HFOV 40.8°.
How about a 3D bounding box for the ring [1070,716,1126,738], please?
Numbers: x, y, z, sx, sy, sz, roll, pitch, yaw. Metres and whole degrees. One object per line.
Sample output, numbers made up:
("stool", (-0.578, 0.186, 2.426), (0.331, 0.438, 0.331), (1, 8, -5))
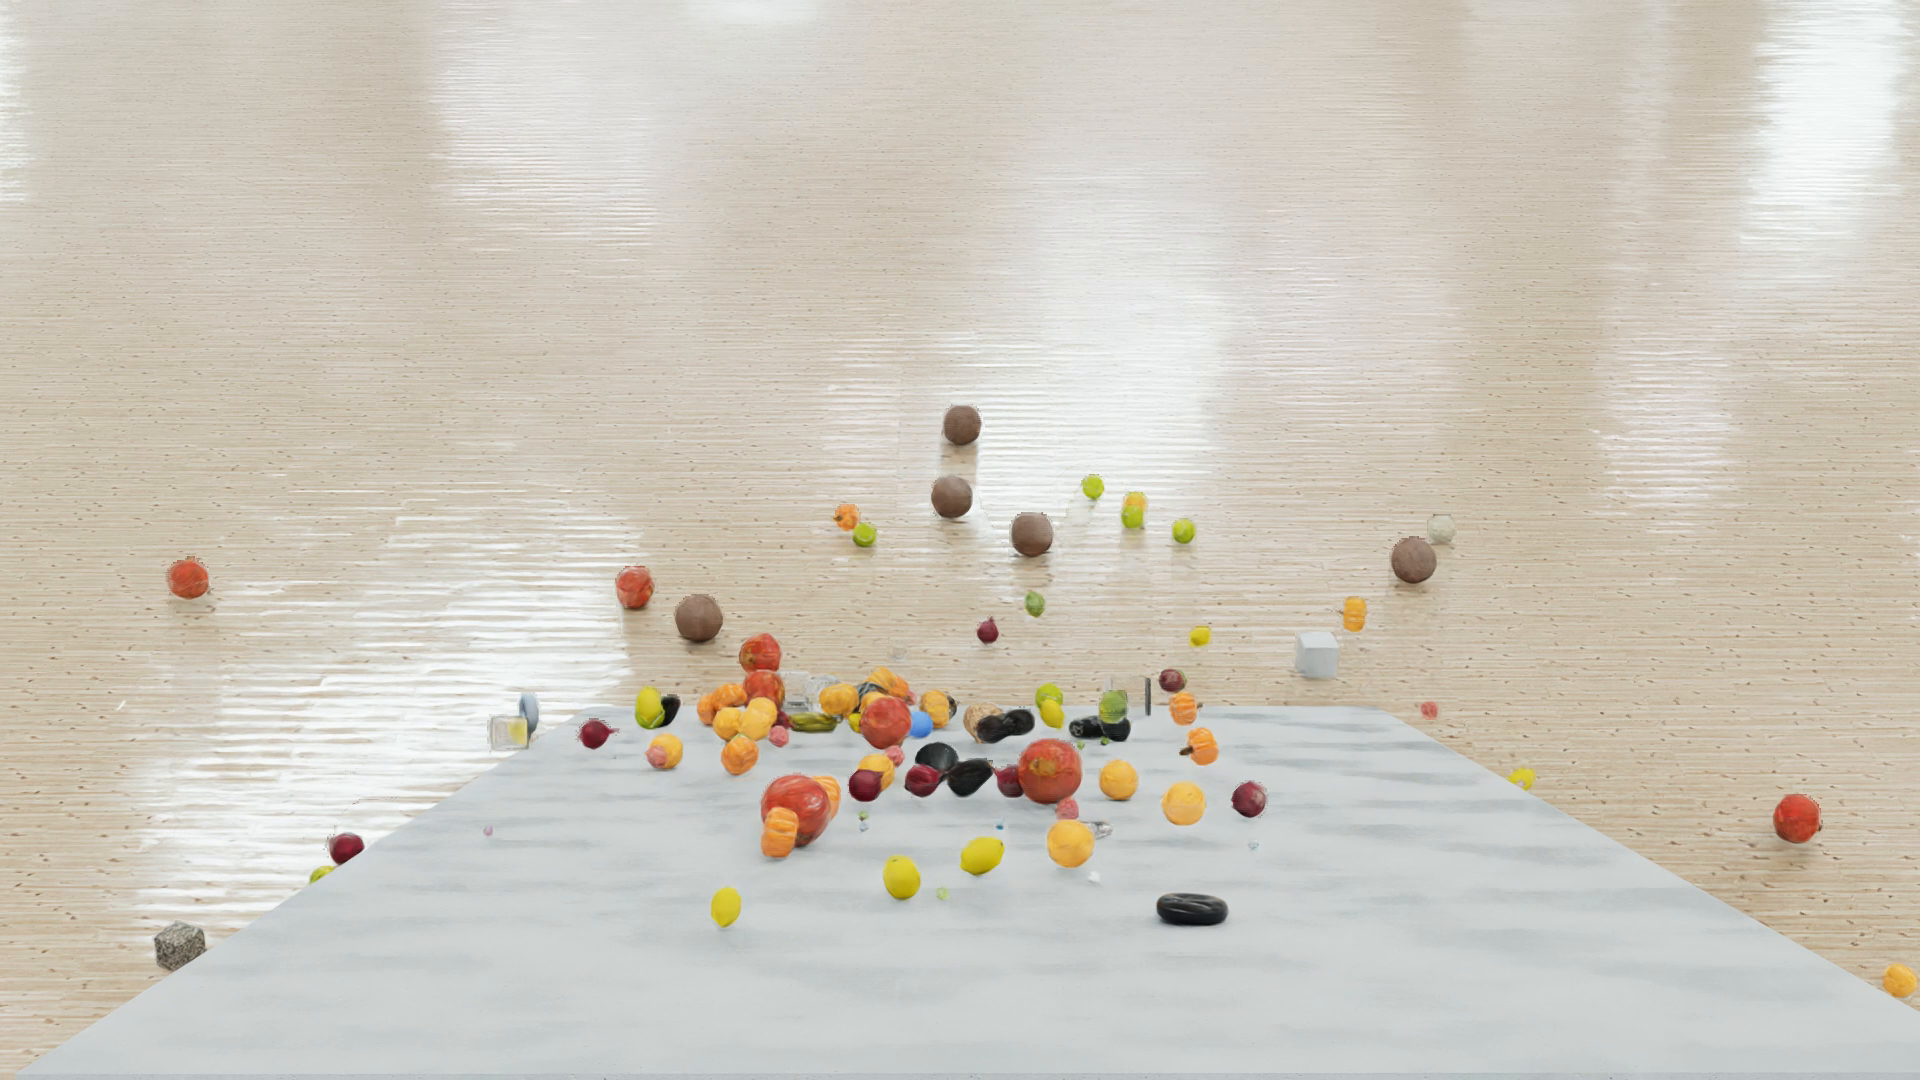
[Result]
("ring", (0.310, 0.421, 5.807), (0.131, 0.044, 0.131), (-1, 0, 0))

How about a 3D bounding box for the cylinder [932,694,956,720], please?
("cylinder", (-0.037, 0.403, 6.217), (0.057, 0.057, 0.057), (-1, 2, -2))

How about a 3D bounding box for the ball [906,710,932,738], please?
("ball", (-0.091, 0.413, 5.772), (0.062, 0.062, 0.062), (0, 26, 0))

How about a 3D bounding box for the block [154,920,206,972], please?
("block", (-1.720, 0.899, 5.691), (0.075, 0.075, 0.075), (12, 28, 24))

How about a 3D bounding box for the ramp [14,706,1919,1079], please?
("ramp", (0.058, 0.526, 4.564), (2.000, 0.100, 4.000), (0, 2, 0))

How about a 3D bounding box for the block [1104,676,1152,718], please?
("block", (0.411, 0.382, 6.308), (0.095, 0.095, 0.095), (0, 2, -11))

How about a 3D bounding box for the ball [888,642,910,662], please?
("ball", (-0.165, 0.303, 6.959), (0.056, 0.056, 0.056), (0, 26, 0))

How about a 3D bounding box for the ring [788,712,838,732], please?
("ring", (-0.340, 0.420, 5.946), (0.117, 0.039, 0.117), (1, 1, 0))

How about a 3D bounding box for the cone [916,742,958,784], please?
("cone", (-0.043, 0.447, 4.951), (0.085, 0.085, 0.085), (-1, 28, -2))

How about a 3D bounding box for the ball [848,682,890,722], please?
("ball", (-0.217, 0.386, 6.150), (0.096, 0.096, 0.096), (0, 26, 0))

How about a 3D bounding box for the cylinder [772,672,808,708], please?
("cylinder", (-0.427, 0.377, 6.488), (0.093, 0.093, 0.093), (0, 26, -3))

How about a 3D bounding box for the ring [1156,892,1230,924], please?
("ring", (0.309, 0.490, 3.429), (0.098, 0.033, 0.098), (4, 0, 0))

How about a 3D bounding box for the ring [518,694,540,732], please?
("ring", (-1.107, 0.444, 6.613), (0.034, 0.103, 0.103), (-19, 31, -21))

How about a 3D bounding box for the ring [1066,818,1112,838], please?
("ring", (0.211, 0.473, 4.224), (0.078, 0.026, 0.078), (-1, 0, 0))

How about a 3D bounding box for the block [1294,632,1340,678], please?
("block", (0.955, 0.308, 6.904), (0.090, 0.090, 0.090), (-2, 25, -8))

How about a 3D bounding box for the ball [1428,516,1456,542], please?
("ball", (1.426, -0.034, 7.633), (0.081, 0.081, 0.081), (0, 26, 0))

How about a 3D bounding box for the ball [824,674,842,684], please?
("ball", (-0.342, 0.384, 6.776), (0.067, 0.067, 0.067), (0, 26, 0))

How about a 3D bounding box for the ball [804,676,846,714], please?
("ball", (-0.330, 0.380, 6.294), (0.100, 0.100, 0.100), (0, 26, 0))

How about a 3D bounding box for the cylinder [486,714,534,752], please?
("cylinder", (-0.964, 0.413, 5.517), (0.076, 0.076, 0.076), (9, 19, -31))

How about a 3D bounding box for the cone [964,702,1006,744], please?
("cone", (0.049, 0.425, 5.683), (0.097, 0.097, 0.097), (3, 29, 7))

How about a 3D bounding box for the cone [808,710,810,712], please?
("cone", (-0.341, 0.388, 6.415), (0.078, 0.078, 0.078), (0, 2, 0))
